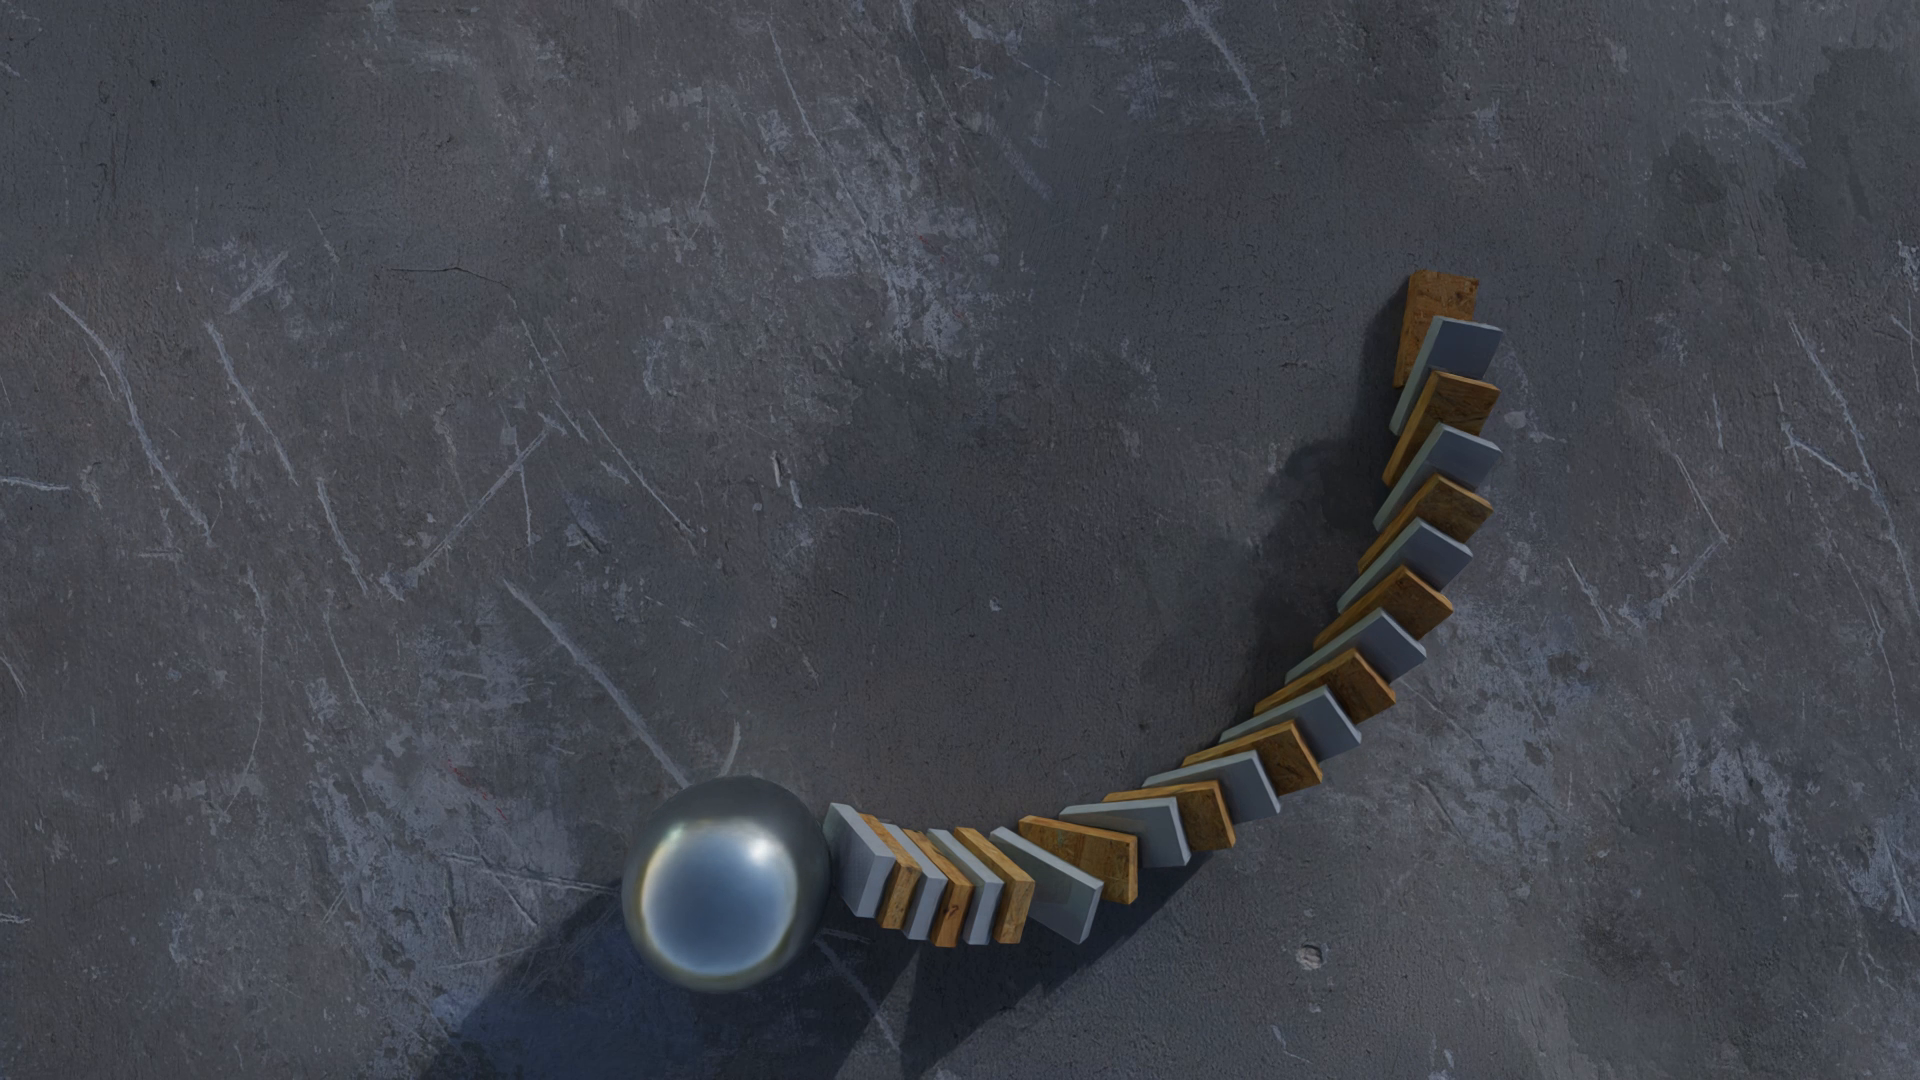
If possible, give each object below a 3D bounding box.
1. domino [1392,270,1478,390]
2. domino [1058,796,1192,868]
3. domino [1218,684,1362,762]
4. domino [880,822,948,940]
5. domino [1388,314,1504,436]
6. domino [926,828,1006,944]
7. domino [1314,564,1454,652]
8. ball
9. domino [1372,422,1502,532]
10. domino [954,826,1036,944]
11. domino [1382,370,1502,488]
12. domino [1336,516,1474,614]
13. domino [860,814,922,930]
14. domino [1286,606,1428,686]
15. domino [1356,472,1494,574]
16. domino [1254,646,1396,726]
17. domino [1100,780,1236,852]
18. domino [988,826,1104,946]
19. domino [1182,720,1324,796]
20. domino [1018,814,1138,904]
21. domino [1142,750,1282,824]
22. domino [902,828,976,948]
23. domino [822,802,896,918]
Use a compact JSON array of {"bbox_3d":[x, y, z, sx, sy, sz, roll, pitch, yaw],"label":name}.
[{"bbox_3d":[0.205,-0.089,0.395,0.025,0.009,0.050,9,90,0],"label":"domino"},{"bbox_3d":[0.068,0.123,0.383,0.050,0.010,0.025,-15,90,30],"label":"domino"},{"bbox_3d":[0.137,0.083,0.383,0.050,0.010,0.025,-35,90,30],"label":"domino"},{"bbox_3d":[-0.024,0.139,0.376,0.009,0.050,0.025,18,90,-29],"label":"domino"},{"bbox_3d":[0.203,-0.066,0.384,0.025,0.010,0.050,10,117,-1],"label":"domino"},{"bbox_3d":[-0.001,0.141,0.376,0.010,0.050,0.025,16,90,-29],"label":"domino"},{"bbox_3d":[0.176,0.036,0.384,0.025,0.009,0.050,39,120,0],"label":"domino"},{"bbox_3d":[-0.090,0.134,0.360,0.080,0.080,0.080,0,90,0],"label":"ball"},{"bbox_3d":[0.199,-0.022,0.384,0.025,0.009,0.050,22,119,0],"label":"domino"},{"bbox_3d":[0.011,0.140,0.376,0.009,0.050,0.025,15,91,-29],"label":"domino"},{"bbox_3d":[0.201,-0.043,0.384,0.025,0.009,0.050,14,117,0],"label":"domino"},{"bbox_3d":[0.185,0.017,0.384,0.025,0.010,0.050,32,120,0],"label":"domino"},{"bbox_3d":[-0.034,0.135,0.376,0.009,0.050,0.025,18,90,-29],"label":"domino"},{"bbox_3d":[0.165,0.053,0.384,0.025,0.010,0.050,44,120,0],"label":"domino"},{"bbox_3d":[0.194,-0.001,0.384,0.025,0.010,0.050,29,119,0],"label":"domino"},{"bbox_3d":[0.152,0.069,0.383,0.050,0.010,0.025,-41,90,30],"label":"domino"},{"bbox_3d":[0.087,0.117,0.383,0.050,0.009,0.025,-17,90,30],"label":"domino"},{"bbox_3d":[0.033,0.143,0.381,0.050,0.009,0.025,20,101,30],"label":"domino"},{"bbox_3d":[0.122,0.096,0.383,0.050,0.009,0.025,-29,90,30],"label":"domino"},{"bbox_3d":[0.049,0.133,0.383,0.050,0.009,0.025,1,91,32],"label":"domino"},{"bbox_3d":[0.105,0.107,0.383,0.050,0.009,0.025,-25,90,30],"label":"domino"},{"bbox_3d":[-0.013,0.142,0.376,0.009,0.050,0.025,18,90,-29],"label":"domino"},{"bbox_3d":[-0.044,0.130,0.376,0.010,0.050,0.025,18,90,-29],"label":"domino"}]
